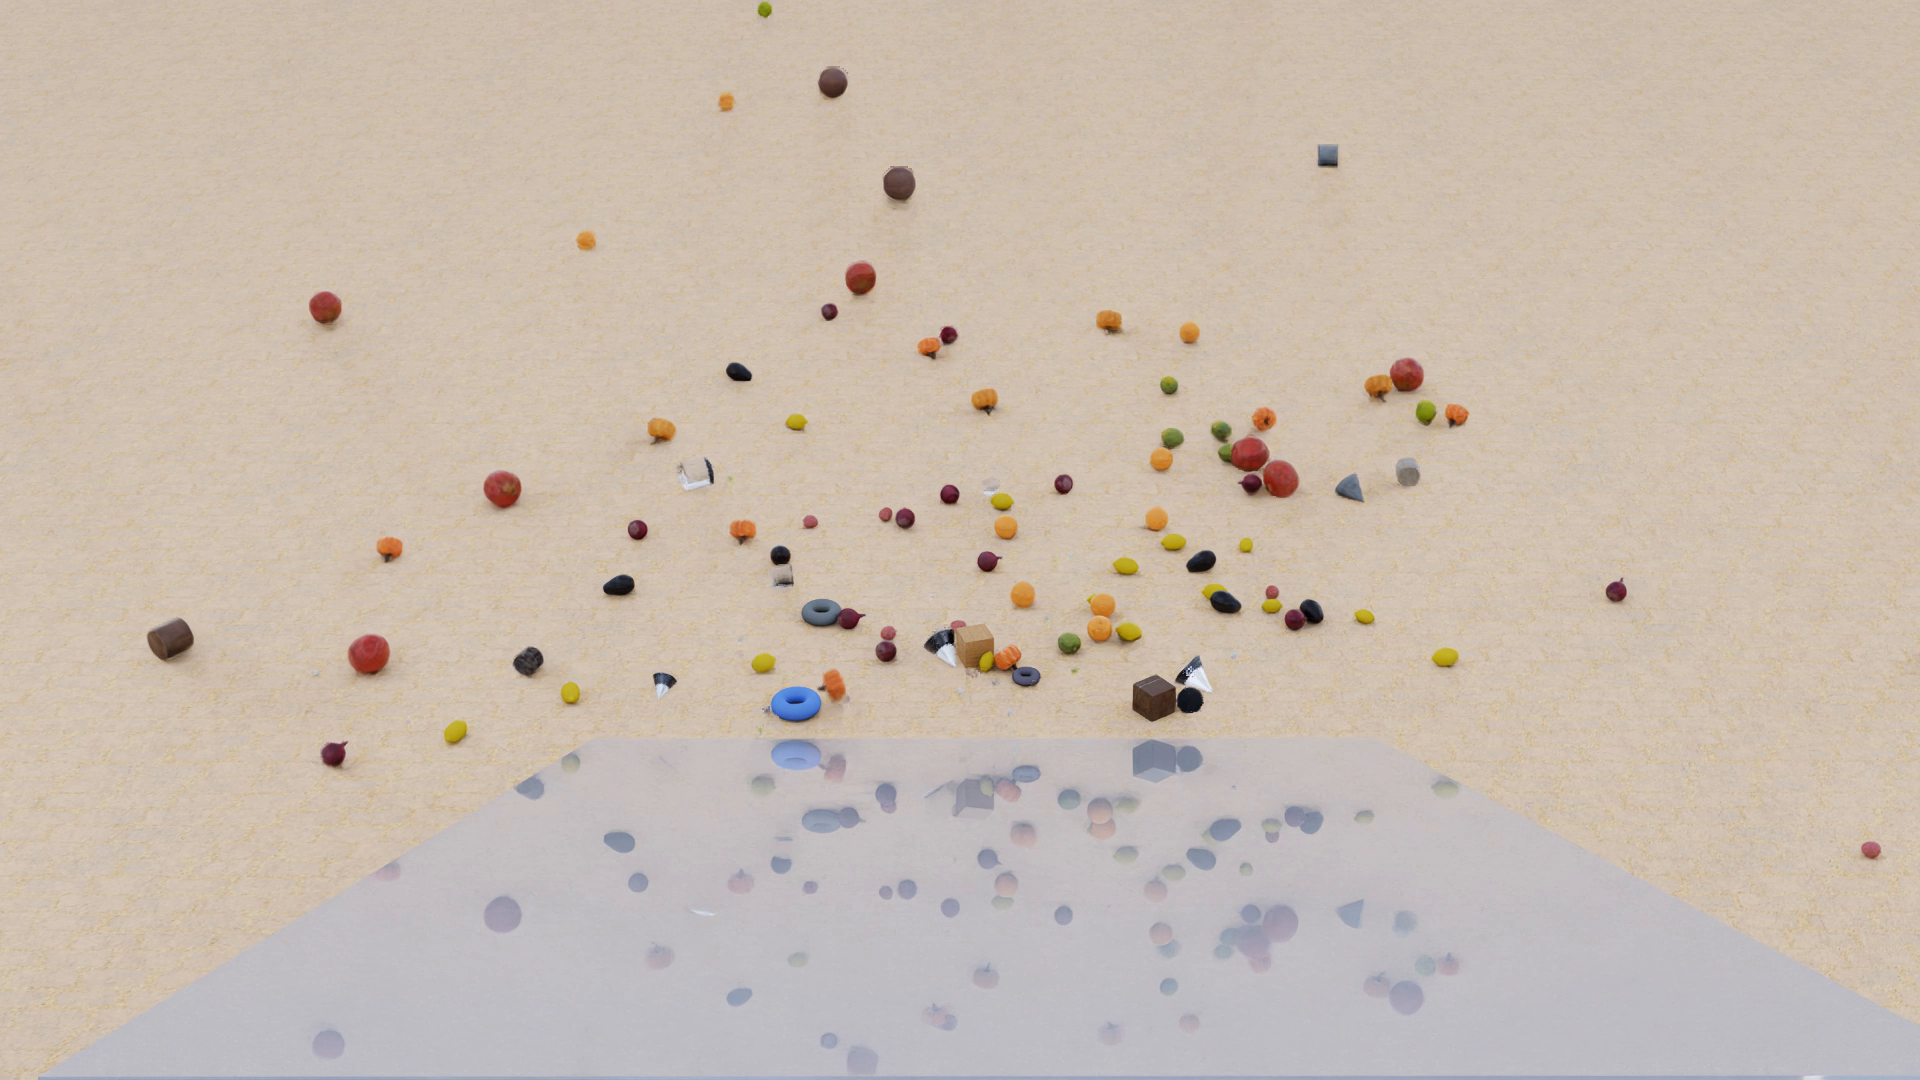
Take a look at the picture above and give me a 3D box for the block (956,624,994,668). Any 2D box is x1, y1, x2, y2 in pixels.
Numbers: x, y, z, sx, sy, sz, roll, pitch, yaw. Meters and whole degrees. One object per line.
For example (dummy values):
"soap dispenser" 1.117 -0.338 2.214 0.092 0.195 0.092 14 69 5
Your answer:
"block" 0.041 0.292 7.115 0.082 0.082 0.082 -9 30 -16

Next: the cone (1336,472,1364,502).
"cone" 1.218 -0.146 7.965 0.087 0.087 0.087 -22 62 -34

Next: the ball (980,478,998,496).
"ball" 0.091 -0.165 7.986 0.053 0.053 0.053 0 29 0

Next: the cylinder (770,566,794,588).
"cylinder" -0.517 0.107 7.478 0.060 0.060 0.060 -5 29 -10

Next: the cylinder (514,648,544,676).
"cylinder" -1.179 0.332 7.067 0.057 0.057 0.057 15 32 25

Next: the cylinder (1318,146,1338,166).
"cylinder" 1.501 -1.568 10.542 0.078 0.078 0.078 2 29 4

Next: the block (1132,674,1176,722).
"block" 0.516 0.421 6.879 0.080 0.080 0.080 -19 34 -31

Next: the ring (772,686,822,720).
"ring" -0.437 0.436 6.889 0.134 0.045 0.134 -1 29 1

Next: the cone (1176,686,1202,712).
"cone" 0.614 0.426 6.921 0.071 0.071 0.071 6 -6 11

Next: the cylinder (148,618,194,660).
"cylinder" -2.181 0.274 7.142 0.088 0.088 0.088 22 35 34

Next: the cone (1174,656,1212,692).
"cone" 0.649 0.381 6.991 0.097 0.097 0.097 42 43 15

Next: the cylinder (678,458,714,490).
"cylinder" -0.820 -0.204 8.024 0.085 0.085 0.085 -13 31 -23

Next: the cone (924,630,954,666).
"cone" -0.036 0.312 7.118 0.095 0.095 0.095 -15 59 -26

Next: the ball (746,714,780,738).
"ball" -0.519 0.501 6.796 0.088 0.088 0.088 0 29 0

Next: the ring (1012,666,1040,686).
"ring" 0.180 0.371 7.029 0.078 0.026 0.078 -1 29 1

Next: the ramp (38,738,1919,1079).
"ramp" 0.064 0.575 4.619 2.000 0.100 4.000 0 1 0

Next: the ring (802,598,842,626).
"ring" -0.392 0.205 7.321 0.115 0.038 0.115 0 30 0

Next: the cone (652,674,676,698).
"cone" -0.804 0.403 6.965 0.067 0.067 0.067 3 61 6
